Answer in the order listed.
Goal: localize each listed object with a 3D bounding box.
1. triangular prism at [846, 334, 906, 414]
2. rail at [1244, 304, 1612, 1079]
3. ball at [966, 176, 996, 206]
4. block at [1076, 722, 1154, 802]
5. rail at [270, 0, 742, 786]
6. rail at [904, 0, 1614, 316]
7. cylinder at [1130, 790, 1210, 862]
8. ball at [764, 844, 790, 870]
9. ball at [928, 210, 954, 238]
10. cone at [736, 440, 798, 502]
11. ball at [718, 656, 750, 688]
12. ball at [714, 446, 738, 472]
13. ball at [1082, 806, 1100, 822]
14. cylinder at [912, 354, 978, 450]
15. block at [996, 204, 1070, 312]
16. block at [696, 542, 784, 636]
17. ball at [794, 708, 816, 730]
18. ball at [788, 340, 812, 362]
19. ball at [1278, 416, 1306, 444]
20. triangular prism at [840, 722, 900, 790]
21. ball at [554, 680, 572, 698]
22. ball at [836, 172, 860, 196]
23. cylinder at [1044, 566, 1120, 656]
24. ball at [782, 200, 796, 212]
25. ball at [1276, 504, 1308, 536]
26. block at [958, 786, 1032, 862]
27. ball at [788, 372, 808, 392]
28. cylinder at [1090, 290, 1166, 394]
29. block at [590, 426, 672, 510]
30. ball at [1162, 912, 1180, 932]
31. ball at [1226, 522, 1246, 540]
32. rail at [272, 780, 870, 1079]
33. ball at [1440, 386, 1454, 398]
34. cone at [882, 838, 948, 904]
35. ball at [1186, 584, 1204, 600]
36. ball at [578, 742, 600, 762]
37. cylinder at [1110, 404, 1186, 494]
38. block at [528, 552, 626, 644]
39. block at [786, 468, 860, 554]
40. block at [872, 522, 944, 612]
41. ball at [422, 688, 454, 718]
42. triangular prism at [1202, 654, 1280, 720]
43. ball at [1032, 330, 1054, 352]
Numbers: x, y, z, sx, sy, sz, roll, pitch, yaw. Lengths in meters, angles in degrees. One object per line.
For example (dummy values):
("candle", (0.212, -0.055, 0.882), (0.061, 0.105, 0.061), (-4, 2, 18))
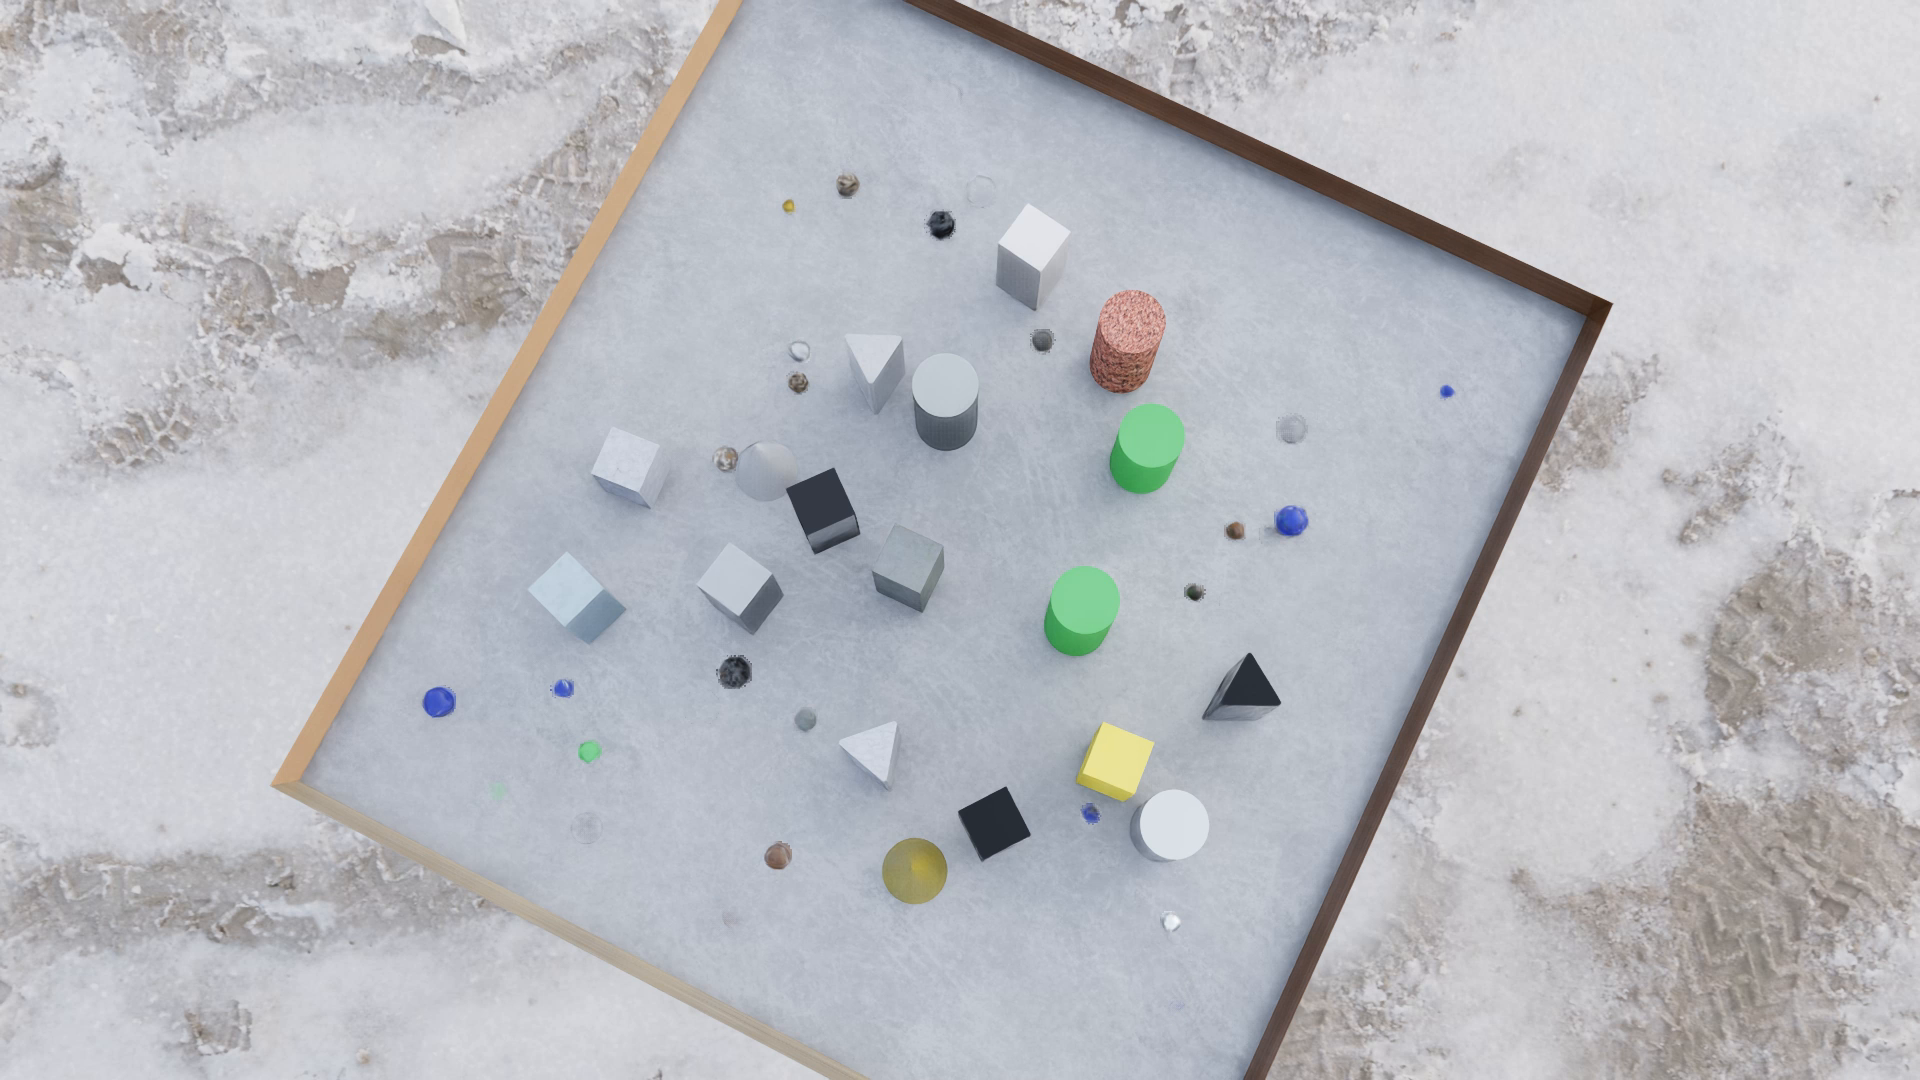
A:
("triangular prism", (-0.277, -0.531, 5.552), (0.145, 0.341, 0.168), (32, 80, 6))
("rail", (1.294, 0.640, 5.419), (0.045, 0.126, 3.121), (26, 80, 5))
("ball", (0.067, -1.103, 5.795), (0.097, 0.097, 0.097), (0, 78, 0))
("block", (0.444, 0.645, 5.302), (0.155, 0.354, 0.155), (22, 79, 4))
("rail", (-1.294, -0.627, 5.681), (0.045, 0.126, 3.121), (26, 80, 5))
("rail", (0.687, -1.339, 5.828), (2.940, 0.126, 0.045), (26, 80, 5))
("cylinder", (0.600, 0.828, 5.281), (0.193, 0.321, 0.193), (0, 78, 0))
("ball", (-0.535, 0.932, 5.385), (0.076, 0.076, 0.076), (0, 78, 0))
("ball", (-0.060, -0.994, 5.778), (0.087, 0.087, 0.087), (0, 78, 0))
("cone", (-0.598, -0.247, 5.501), (0.193, 0.326, 0.193), (0, 78, 0))
("ball", (-0.674, 0.396, 5.486), (0.095, 0.095, 0.095), (0, 78, 0))
("ball", (-0.718, -0.250, 5.621), (0.078, 0.078, 0.078), (0, 78, 0))
("ball", (0.388, 0.811, 5.423), (0.050, 0.050, 0.050), (0, 78, 0))
("cylinder", (-0.042, -0.410, 5.502), (0.193, 0.391, 0.193), (0, 78, 0))
("block", (0.221, -0.859, 5.607), (0.155, 0.367, 0.155), (35, 80, 7))
("block", (-0.644, 0.148, 5.400), (0.155, 0.363, 0.155), (36, 81, 7))
("ball", (-0.462, 0.537, 5.472), (0.066, 0.066, 0.066), (0, 78, 0))
("ball", (-0.498, -0.587, 5.703), (0.069, 0.069, 0.069), (0, 78, 0))
("ball", (1.021, -0.340, 5.643), (0.085, 0.085, 0.085), (0, 78, 0))
("triangular prism", (-0.224, 0.600, 5.276), (0.168, 0.423, 0.145), (40, 81, 8))
("ball", (-1.191, 0.447, 5.495), (0.057, 0.057, 0.057), (0, 78, 0))
("ball", (-0.356, -1.126, 5.811), (0.076, 0.076, 0.076), (0, 78, 0))
("cylinder", (0.352, 0.212, 5.348), (0.193, 0.440, 0.193), (0, 78, 0))
("ball", (-0.543, -1.059, 5.815), (0.041, 0.041, 0.041), (0, 78, 0))
("ball", (1.010, -0.059, 5.579), (0.097, 0.097, 0.097), (0, 78, 0))
("block", (0.098, 0.828, 5.320), (0.155, 0.245, 0.155), (-27, 80, -5))
("ball", (-0.503, -0.489, 5.686), (0.063, 0.063, 0.063), (0, 78, 0))
("cylinder", (0.501, -0.593, 5.528), (0.193, 0.414, 0.193), (0, 78, 0))
("block", (-0.991, -0.215, 5.540), (0.155, 0.237, 0.155), (21, 79, 4))
("ball", (0.617, 1.117, 5.357), (0.055, 0.055, 0.055), (0, 78, 0))
("ball", (0.842, -0.026, 5.593), (0.056, 0.056, 0.056), (0, 78, 0))
("rail", (-0.687, 1.353, 5.271), (2.940, 0.126, 0.045), (26, 80, 5))
("ball", (1.513, -0.460, 5.690), (0.042, 0.042, 0.042), (0, 78, 0))
("cone", (-0.133, 0.940, 5.233), (0.193, 0.370, 0.193), (0, 78, 0))
("ball", (0.713, 0.160, 5.558), (0.050, 0.050, 0.050), (0, 78, 0))
("ball", (-1.105, 0.630, 5.454), (0.063, 0.063, 0.063), (0, 78, 0))
("cylinder", (0.559, -0.271, 5.501), (0.193, 0.335, 0.193), (0, 78, 0))
("block", (-1.124, 0.176, 5.398), (0.155, 0.358, 0.155), (44, 82, 8))
("block", (-0.407, -0.084, 5.488), (0.155, 0.287, 0.155), (-24, 79, -5))
("block", (-0.150, 0.086, 5.423), (0.155, 0.345, 0.155), (25, 79, 5))
("ball", (-1.556, 0.485, 5.470), (0.091, 0.091, 0.091), (0, 78, 0))
("triangular prism", (0.812, 0.427, 5.323), (0.168, 0.402, 0.145), (0, 78, 0))
("ball", (0.258, -0.619, 5.710), (0.069, 0.069, 0.069), (0, 78, 0))
